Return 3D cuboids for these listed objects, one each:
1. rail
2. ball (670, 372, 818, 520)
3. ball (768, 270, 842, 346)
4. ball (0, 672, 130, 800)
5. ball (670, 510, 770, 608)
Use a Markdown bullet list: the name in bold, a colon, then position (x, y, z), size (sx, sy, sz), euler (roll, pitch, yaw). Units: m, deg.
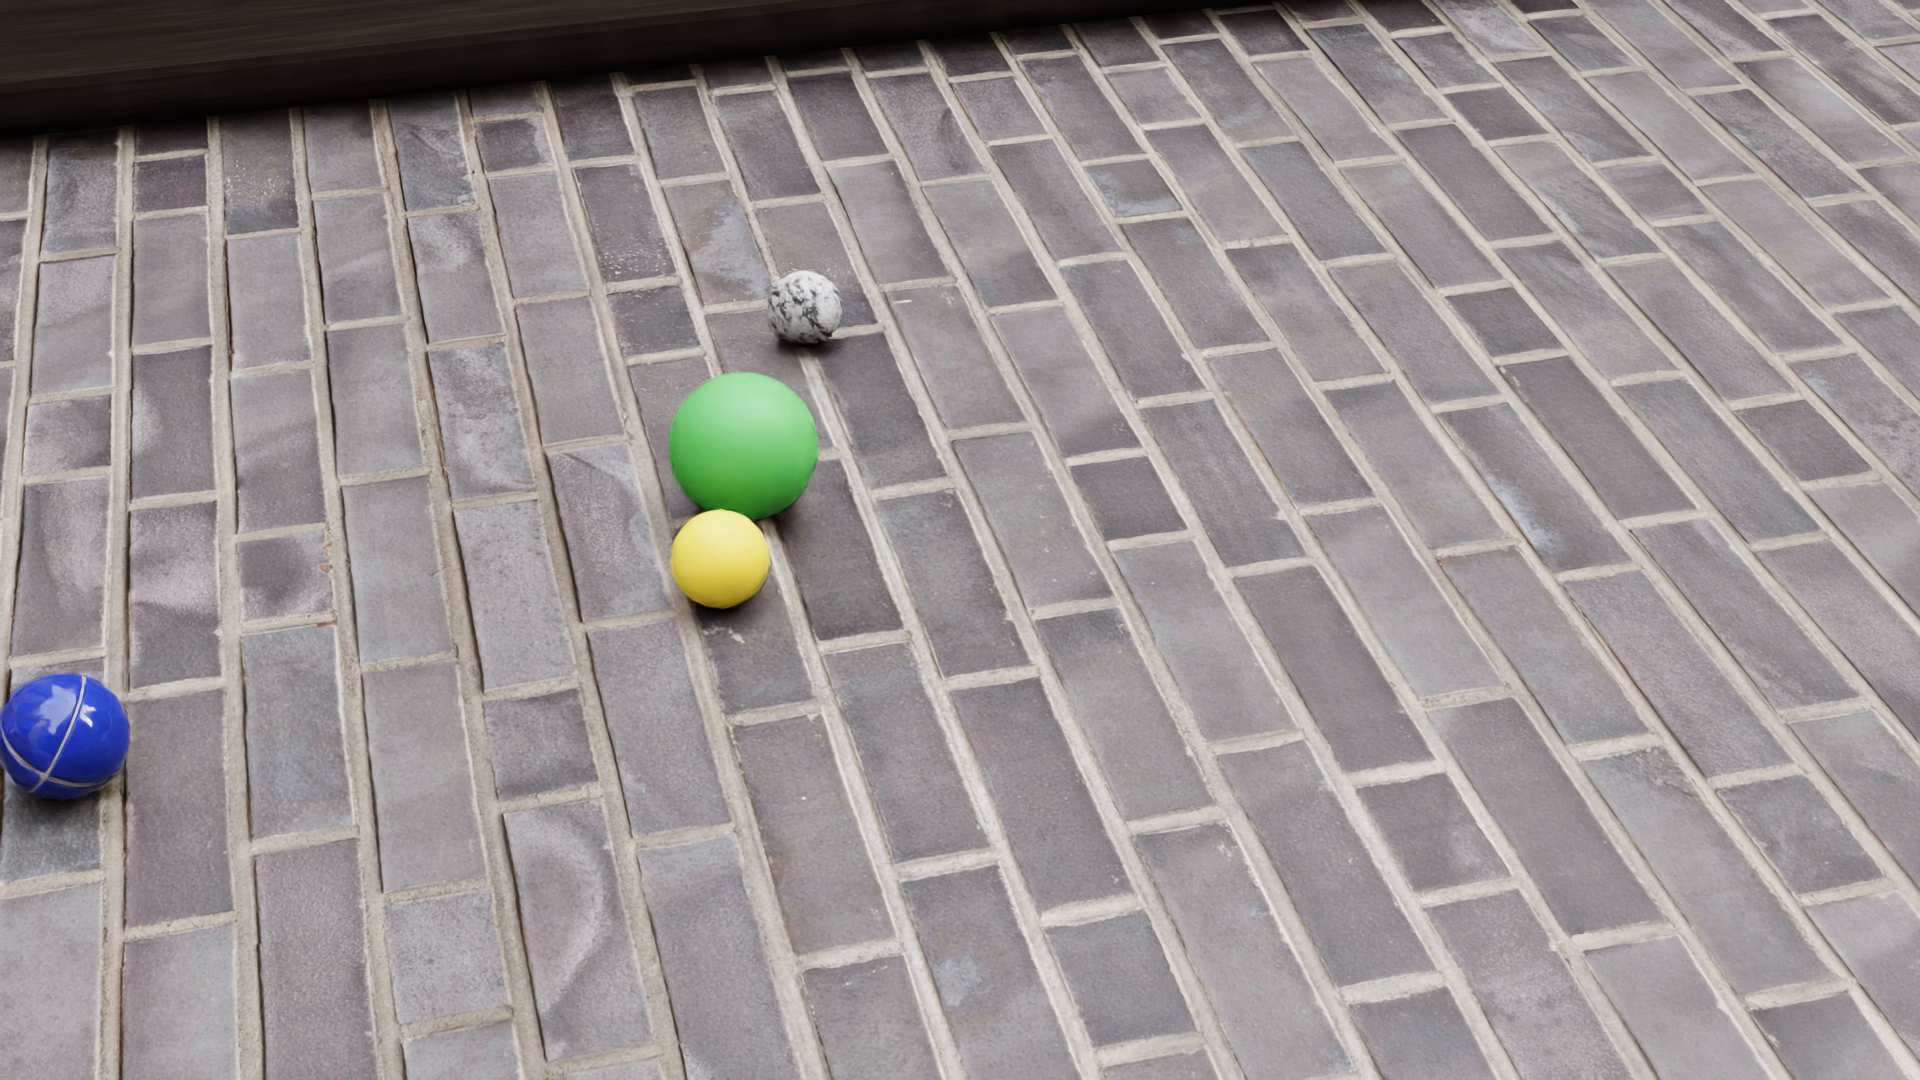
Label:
- **rail**: position (0.503, -0.558, 2.308), size (2.853, 0.124, 0.045), euler (-8, 37, -12)
- **ball**: position (-0.138, -0.060, 1.643), size (0.095, 0.095, 0.095), euler (0, 36, 0)
- **ball**: position (-0.110, -0.164, 1.824), size (0.054, 0.054, 0.054), euler (0, 36, 0)
- **ball**: position (-0.499, 0.109, 1.429), size (0.071, 0.071, 0.071), euler (0, 36, 0)
- **ball**: position (-0.147, 0.012, 1.574), size (0.061, 0.061, 0.061), euler (0, 36, 0)
